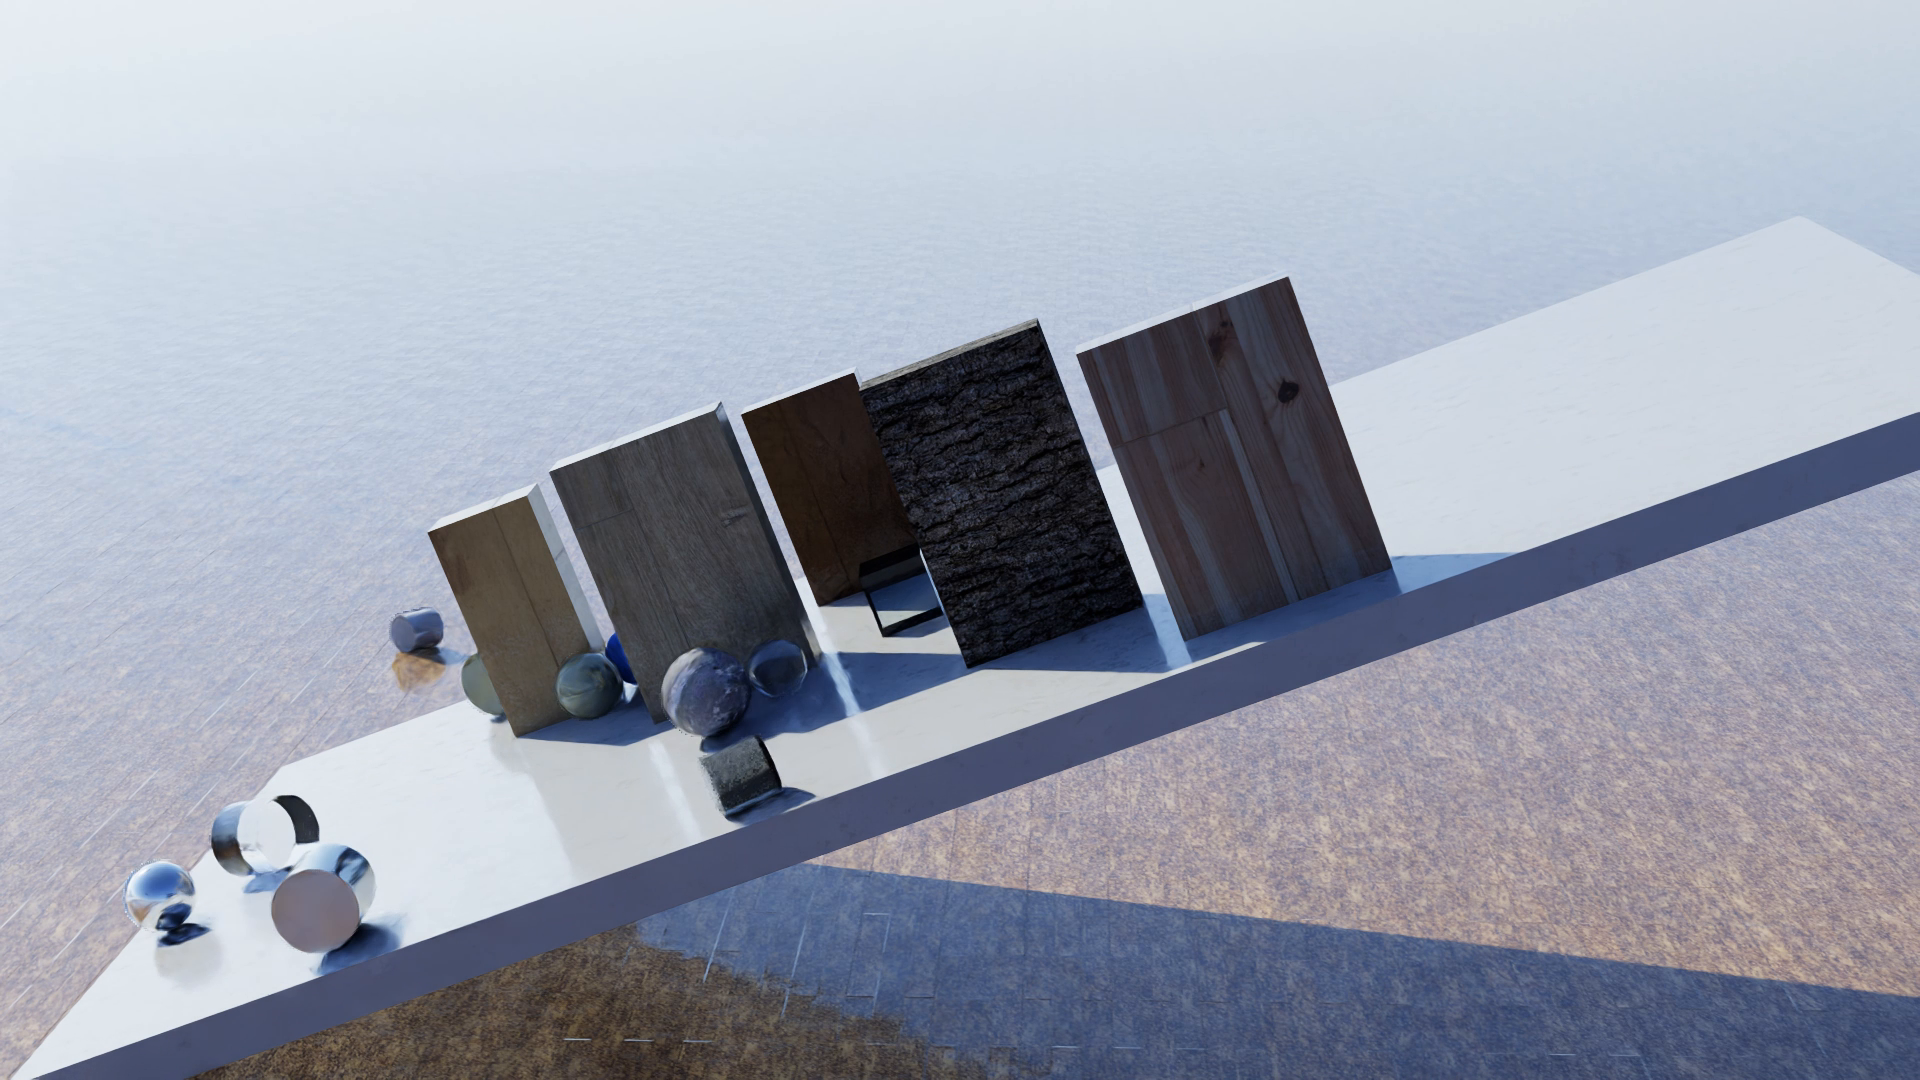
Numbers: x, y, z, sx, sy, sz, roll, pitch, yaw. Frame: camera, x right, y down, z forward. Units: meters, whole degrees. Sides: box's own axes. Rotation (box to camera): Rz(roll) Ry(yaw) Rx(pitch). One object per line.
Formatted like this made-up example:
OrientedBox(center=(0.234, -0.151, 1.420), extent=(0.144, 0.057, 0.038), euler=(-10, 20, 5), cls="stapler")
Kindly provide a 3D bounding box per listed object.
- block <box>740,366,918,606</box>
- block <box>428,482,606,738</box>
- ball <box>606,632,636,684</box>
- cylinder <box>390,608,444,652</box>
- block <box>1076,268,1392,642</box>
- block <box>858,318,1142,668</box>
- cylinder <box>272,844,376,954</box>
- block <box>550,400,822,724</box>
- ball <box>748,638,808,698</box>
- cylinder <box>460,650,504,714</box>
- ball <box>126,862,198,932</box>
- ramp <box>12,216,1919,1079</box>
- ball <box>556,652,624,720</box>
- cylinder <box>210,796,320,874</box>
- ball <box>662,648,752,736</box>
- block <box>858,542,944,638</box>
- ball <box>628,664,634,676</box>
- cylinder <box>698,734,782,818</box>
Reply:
OrientedBox(center=(-0.288, -0.125, 6.904), extent=(0.284, 0.493, 0.085), euler=(-20, 12, 7), cls="block")
OrientedBox(center=(-1.001, 0.163, 6.793), extent=(0.247, 0.521, 0.137), euler=(-20, 12, 7), cls="block")
OrientedBox(center=(-0.751, 0.265, 6.829), extent=(0.143, 0.143, 0.143), euler=(0, 13, 0), cls="ball")
OrientedBox(center=(-1.649, 0.275, 8.941), extent=(0.114, 0.114, 0.114), euler=(11, 17, 39), cls="cylinder")
OrientedBox(center=(0.505, -0.154, 5.419), extent=(0.408, 0.576, 0.093), euler=(-20, 12, 7), cls="block")
OrientedBox(center=(0.084, -0.091, 5.824), extent=(0.371, 0.599, 0.103), euler=(-20, 12, 7), cls="block")
OrientedBox(center=(-1.219, 0.687, 5.644), extent=(0.167, 0.167, 0.167), euler=(0, 11, 0), cls="cylinder")
OrientedBox(center=(-0.591, 0.050, 6.378), extent=(0.384, 0.600, 0.115), euler=(-20, 12, 7), cls="block")
OrientedBox(center=(-0.384, 0.270, 6.196), extent=(0.125, 0.125, 0.125), euler=(0, 13, 0), cls="ball")
OrientedBox(center=(-1.098, 0.316, 7.147), extent=(0.166, 0.166, 0.166), euler=(5, 22, 21), cls="cylinder")
OrientedBox(center=(-1.698, 0.757, 6.253), extent=(0.147, 0.147, 0.147), euler=(0, 13, 0), cls="ball")
OrientedBox(center=(0.118, 0.176, 6.295), extent=(4.000, 0.100, 2.000), euler=(-20, 12, 7), cls="ramp")
OrientedBox(center=(-0.839, 0.330, 6.663), extent=(0.152, 0.152, 0.152), euler=(0, 13, 0), cls="ball")
OrientedBox(center=(-1.509, 0.643, 6.392), extent=(0.165, 0.165, 0.165), euler=(-6, 6, 40), cls="cylinder")
OrientedBox(center=(-0.525, 0.315, 6.094), extent=(0.185, 0.185, 0.185), euler=(0, 13, 0), cls="ball")
OrientedBox(center=(-0.128, 0.107, 6.438), extent=(0.143, 0.143, 0.143), euler=(-21, 12, 3), cls="block")
OrientedBox(center=(-0.660, 0.258, 6.615), extent=(0.176, 0.176, 0.176), euler=(0, 13, 0), cls="ball")
OrientedBox(center=(-0.409, 0.440, 5.483), extent=(0.117, 0.117, 0.117), euler=(-24, 19, -13), cls="cylinder")
